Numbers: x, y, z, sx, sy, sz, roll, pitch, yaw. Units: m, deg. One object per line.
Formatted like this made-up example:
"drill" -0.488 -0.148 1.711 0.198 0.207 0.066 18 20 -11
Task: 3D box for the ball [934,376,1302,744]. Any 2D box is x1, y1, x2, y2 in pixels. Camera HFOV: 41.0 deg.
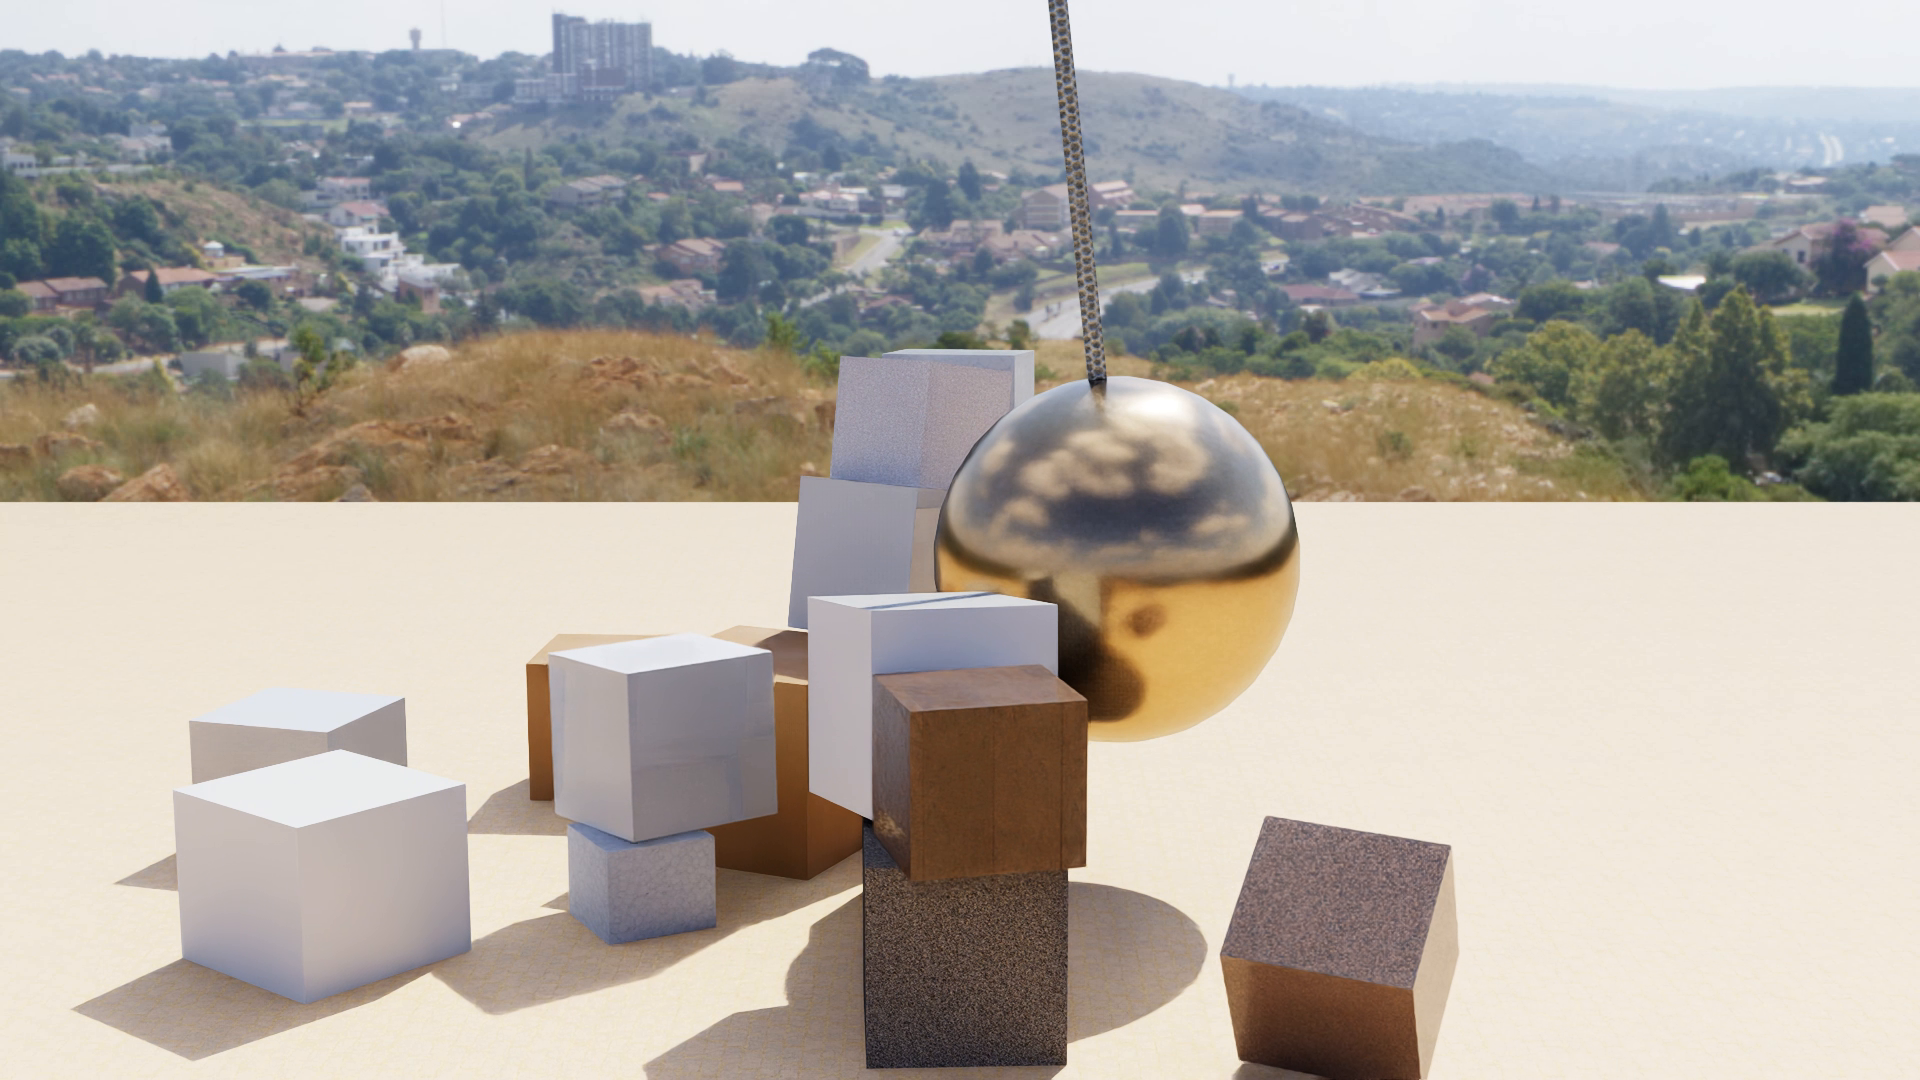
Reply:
"ball" 0.683 0.085 11.196 1.600 1.600 1.600 0 10 0

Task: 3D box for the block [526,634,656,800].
"block" -1.751 0.880 12.811 0.660 0.684 0.687 1 10 4

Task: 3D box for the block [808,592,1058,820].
"block" -0.115 0.619 9.907 0.741 0.773 0.785 -1 3 -20

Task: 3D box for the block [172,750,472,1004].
"block" -2.555 1.328 10.304 0.820 0.700 0.809 9 13 39

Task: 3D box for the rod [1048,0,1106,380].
"rod" 0.296 -3.238 10.592 0.080 5.200 0.080 -6 10 1

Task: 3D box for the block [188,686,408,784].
"block" -3.057 1.080 11.918 0.712 0.611 0.691 3 11 17

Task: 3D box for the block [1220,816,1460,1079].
"block" 1.346 1.455 9.009 0.663 0.642 0.613 7 48 21

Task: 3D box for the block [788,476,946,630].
"block" -0.252 0.099 12.369 0.723 0.726 0.839 7 3 38

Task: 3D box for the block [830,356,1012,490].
"block" -0.188 -0.558 12.420 0.580 0.590 0.604 7 3 41

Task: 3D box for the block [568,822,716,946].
"block" -1.334 1.404 10.742 0.472 0.393 0.465 -6 12 -28

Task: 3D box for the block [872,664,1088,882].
"block" 0.064 0.821 9.192 0.640 0.605 0.579 -3 11 -15

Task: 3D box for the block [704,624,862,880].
"block" -0.869 0.955 11.836 0.882 0.886 0.952 5 11 25

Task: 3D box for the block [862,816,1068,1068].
"block" 0.004 1.448 9.520 0.719 0.745 0.813 -1 10 -3

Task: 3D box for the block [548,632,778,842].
"block" -1.261 0.820 10.889 0.706 0.699 0.655 -7 10 -37

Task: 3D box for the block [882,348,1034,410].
"block" -0.004 -0.639 13.159 0.677 0.649 0.661 1 7 10
